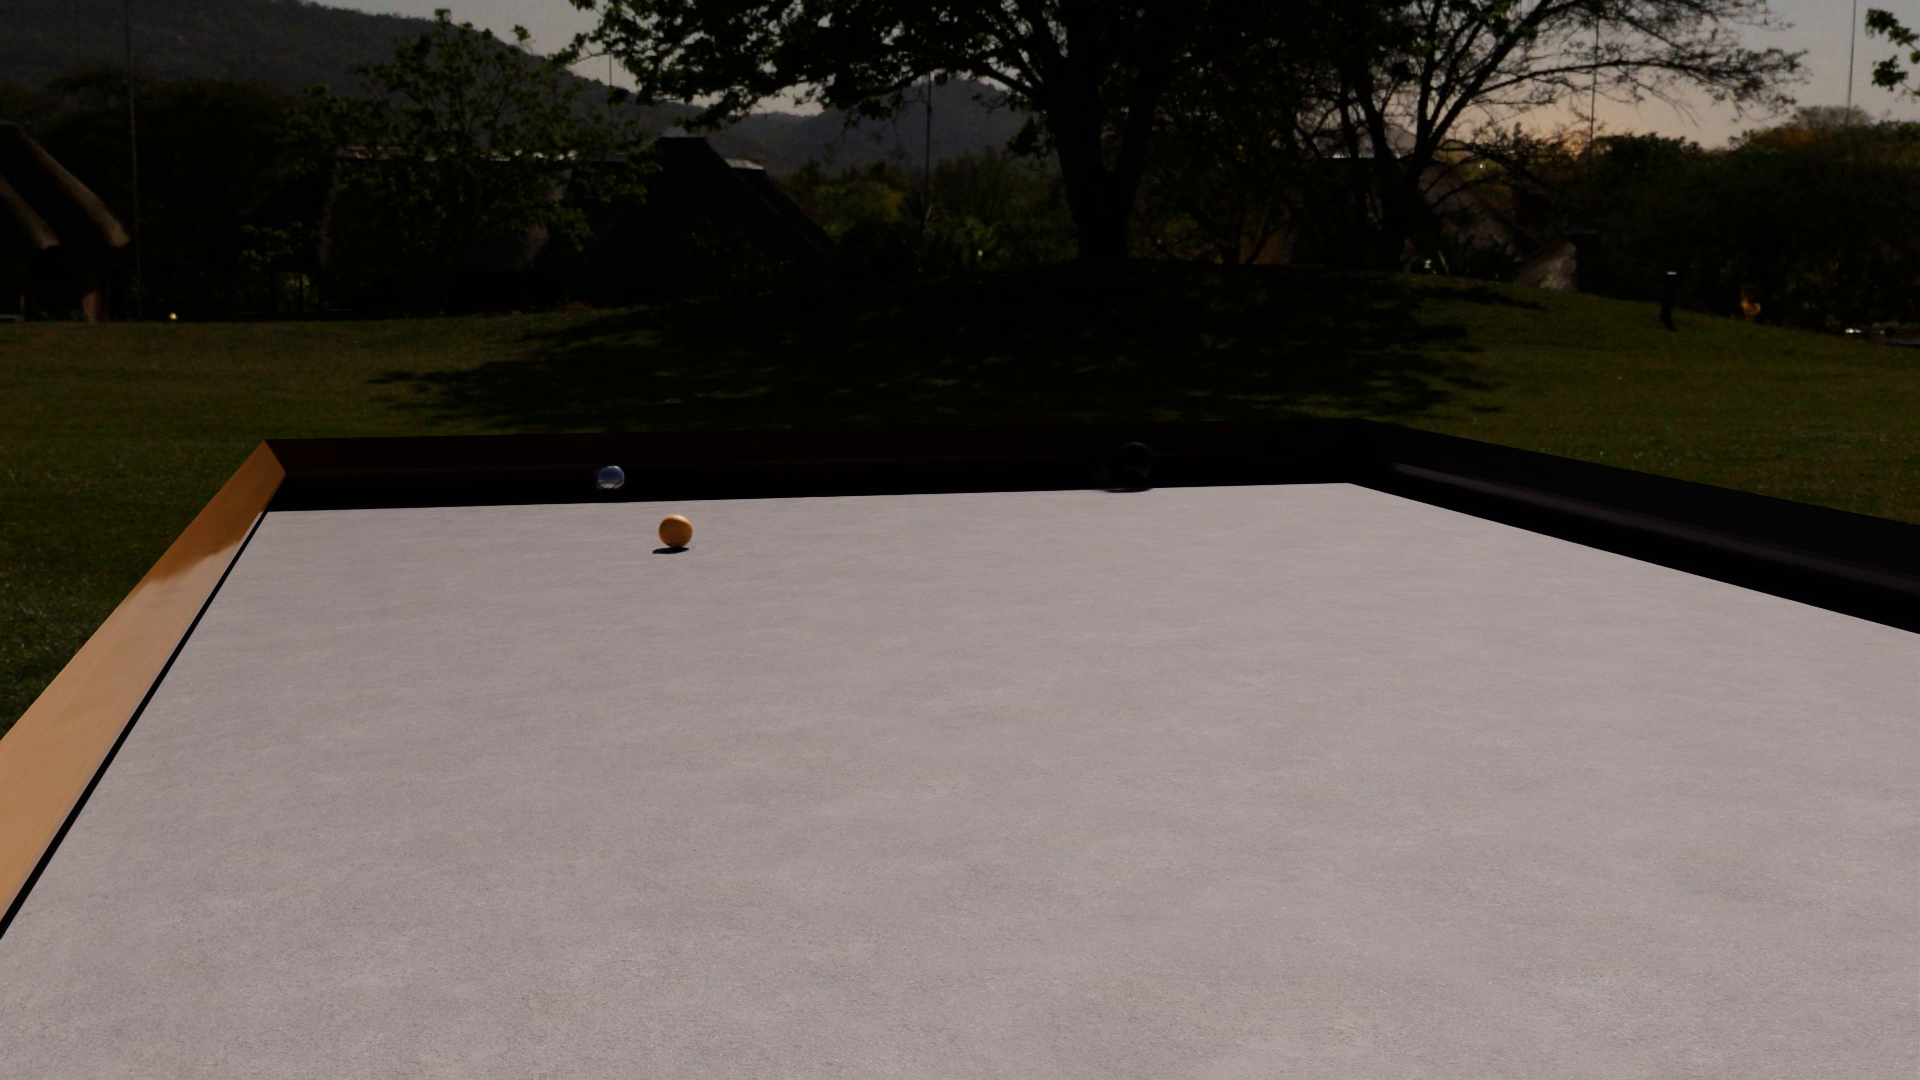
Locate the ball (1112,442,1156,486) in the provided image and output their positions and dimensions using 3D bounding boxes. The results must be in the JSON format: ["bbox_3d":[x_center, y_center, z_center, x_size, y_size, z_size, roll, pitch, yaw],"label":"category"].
[{"bbox_3d":[0.374,-0.163,4.738,0.096,0.096,0.096,0,8,0],"label":"ball"}]

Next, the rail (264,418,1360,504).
[{"bbox_3d":[-0.244,-0.170,4.661,2.358,0.129,0.045,-2,8,-13],"label":"rail"}]

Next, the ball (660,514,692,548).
[{"bbox_3d":[-0.490,-0.015,3.788,0.057,0.057,0.057,0,8,0],"label":"ball"}]

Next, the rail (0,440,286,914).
[{"bbox_3d":[-0.875,0.147,2.322,0.045,0.129,4.352,-2,8,-13],"label":"rail"}]

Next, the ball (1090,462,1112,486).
[{"bbox_3d":[0.305,-0.143,4.768,0.049,0.049,0.049,0,8,0],"label":"ball"}]

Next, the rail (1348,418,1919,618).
[{"bbox_3d":[1.374,0.076,2.847,0.045,0.129,4.352,-2,8,-13],"label":"rail"}]

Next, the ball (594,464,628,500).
[{"bbox_3d":[-0.715,-0.119,4.506,0.071,0.071,0.071,0,8,0],"label":"ball"}]
